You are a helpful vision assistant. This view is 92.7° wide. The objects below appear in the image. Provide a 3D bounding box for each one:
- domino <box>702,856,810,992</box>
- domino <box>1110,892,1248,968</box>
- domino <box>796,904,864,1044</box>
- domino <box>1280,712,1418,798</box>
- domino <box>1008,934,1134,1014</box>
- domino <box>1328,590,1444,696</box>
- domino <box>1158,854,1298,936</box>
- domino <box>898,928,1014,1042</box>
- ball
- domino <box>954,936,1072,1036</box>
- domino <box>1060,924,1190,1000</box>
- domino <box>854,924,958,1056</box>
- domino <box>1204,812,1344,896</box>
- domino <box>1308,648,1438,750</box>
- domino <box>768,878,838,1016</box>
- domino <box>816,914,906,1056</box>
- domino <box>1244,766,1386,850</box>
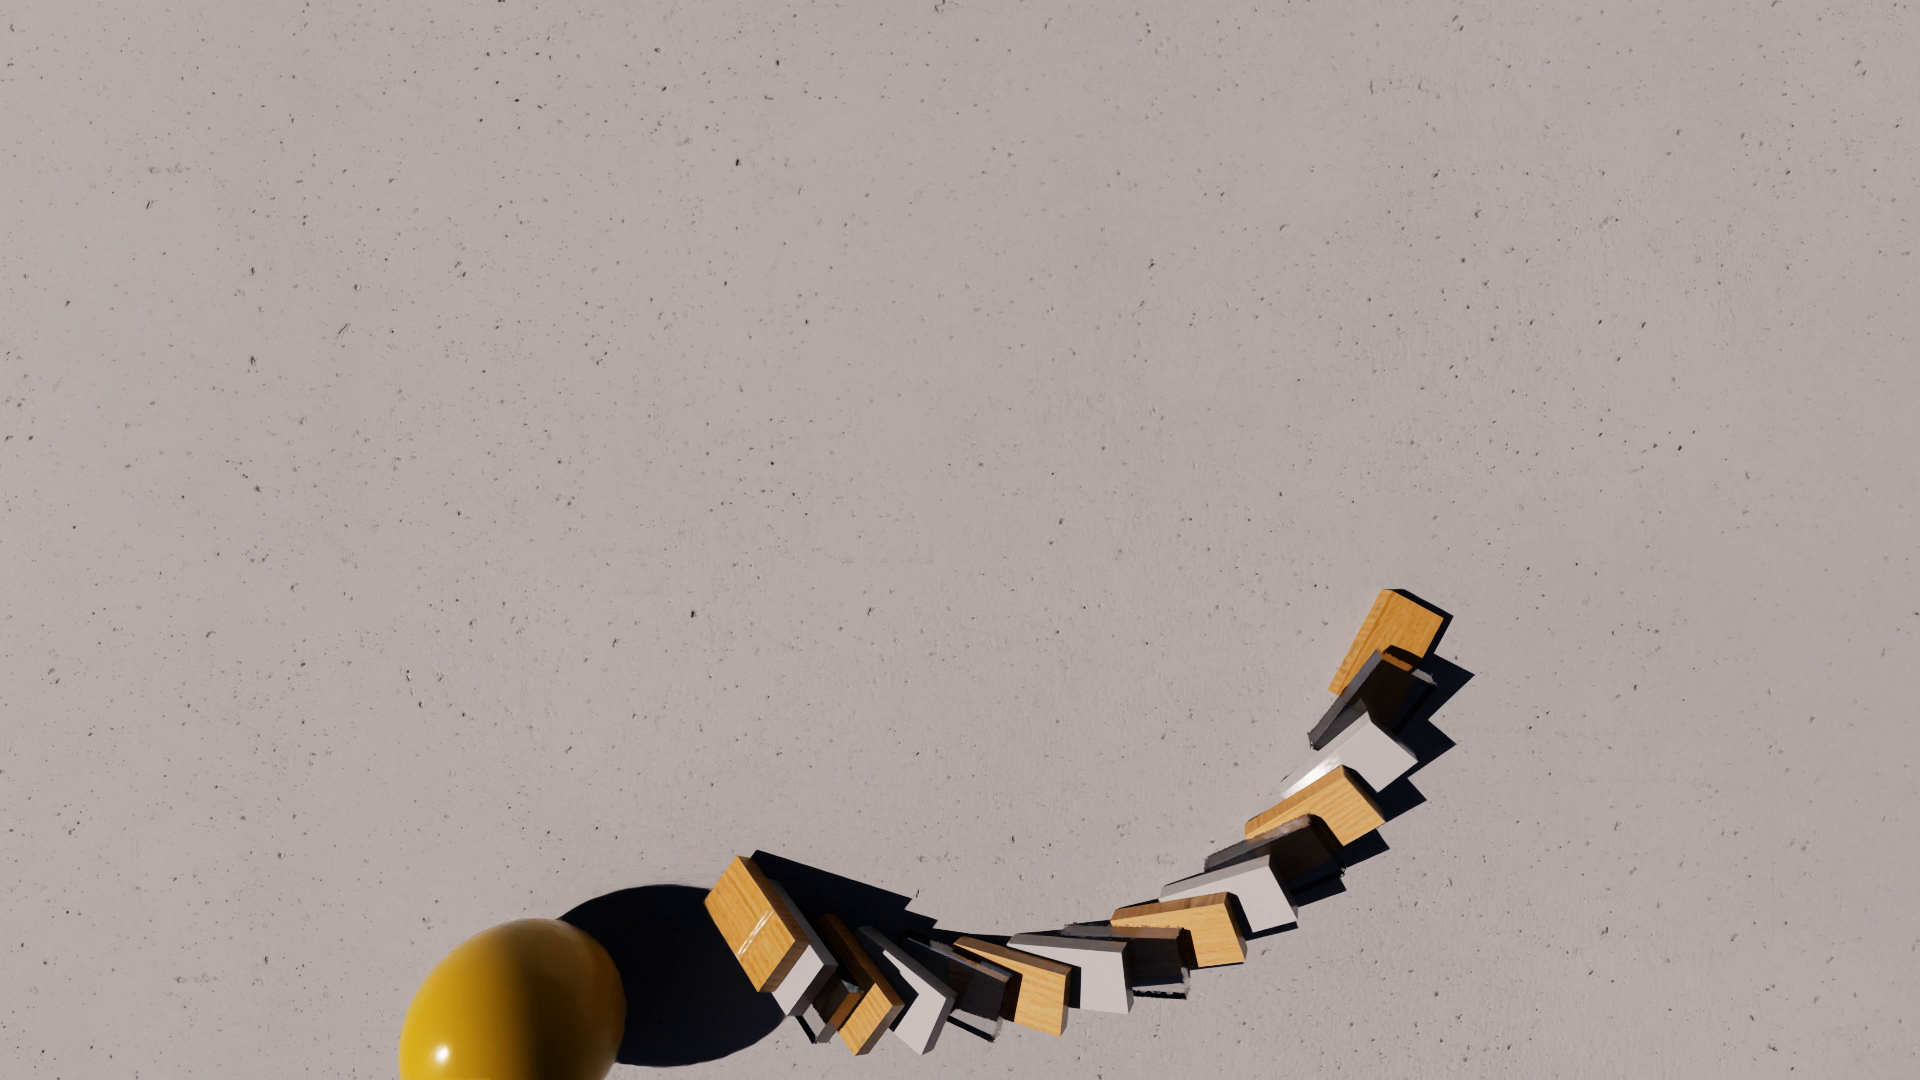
[{"bbox_3d":[-0.085,0.158,0.380,0.050,0.009,0.025,36,90,40],"label":"domino"},{"bbox_3d":[0.092,0.166,0.385,0.050,0.009,0.025,-20,90,25],"label":"domino"},{"bbox_3d":[-0.064,0.179,0.380,0.050,0.010,0.025,36,90,40],"label":"domino"},{"bbox_3d":[0.163,0.098,0.386,0.025,0.010,0.050,40,113,0],"label":"domino"},{"bbox_3d":[0.046,0.182,0.385,0.050,0.009,0.025,-7,90,25],"label":"domino"},{"bbox_3d":[0.183,0.049,0.395,0.025,0.010,0.050,28,90,0],"label":"domino"},{"bbox_3d":[0.112,0.153,0.385,0.050,0.010,0.025,-28,90,24],"label":"domino"},{"bbox_3d":[-0.005,0.187,0.386,0.050,0.009,0.025,13,90,24],"label":"domino"},{"bbox_3d":[-0.174,0.192,0.360,0.080,0.080,0.080,0,90,0],"label":"ball"},{"bbox_3d":[0.021,0.187,0.385,0.050,0.009,0.025,5,90,24],"label":"domino"},{"bbox_3d":[0.069,0.177,0.385,0.050,0.010,0.025,-9,90,25],"label":"domino"},{"bbox_3d":[-0.027,0.187,0.383,0.050,0.009,0.025,24,90,33],"label":"domino"},{"bbox_3d":[0.131,0.137,0.385,0.050,0.009,0.025,-35,90,24],"label":"domino"},{"bbox_3d":[0.173,0.073,0.386,0.025,0.010,0.050,27,114,0],"label":"domino"},{"bbox_3d":[-0.074,0.168,0.380,0.050,0.009,0.025,36,90,40],"label":"domino"},{"bbox_3d":[-0.048,0.184,0.381,0.050,0.009,0.025,37,91,37],"label":"domino"},{"bbox_3d":[0.148,0.119,0.386,0.050,0.009,0.025,-42,90,24],"label":"domino"}]
